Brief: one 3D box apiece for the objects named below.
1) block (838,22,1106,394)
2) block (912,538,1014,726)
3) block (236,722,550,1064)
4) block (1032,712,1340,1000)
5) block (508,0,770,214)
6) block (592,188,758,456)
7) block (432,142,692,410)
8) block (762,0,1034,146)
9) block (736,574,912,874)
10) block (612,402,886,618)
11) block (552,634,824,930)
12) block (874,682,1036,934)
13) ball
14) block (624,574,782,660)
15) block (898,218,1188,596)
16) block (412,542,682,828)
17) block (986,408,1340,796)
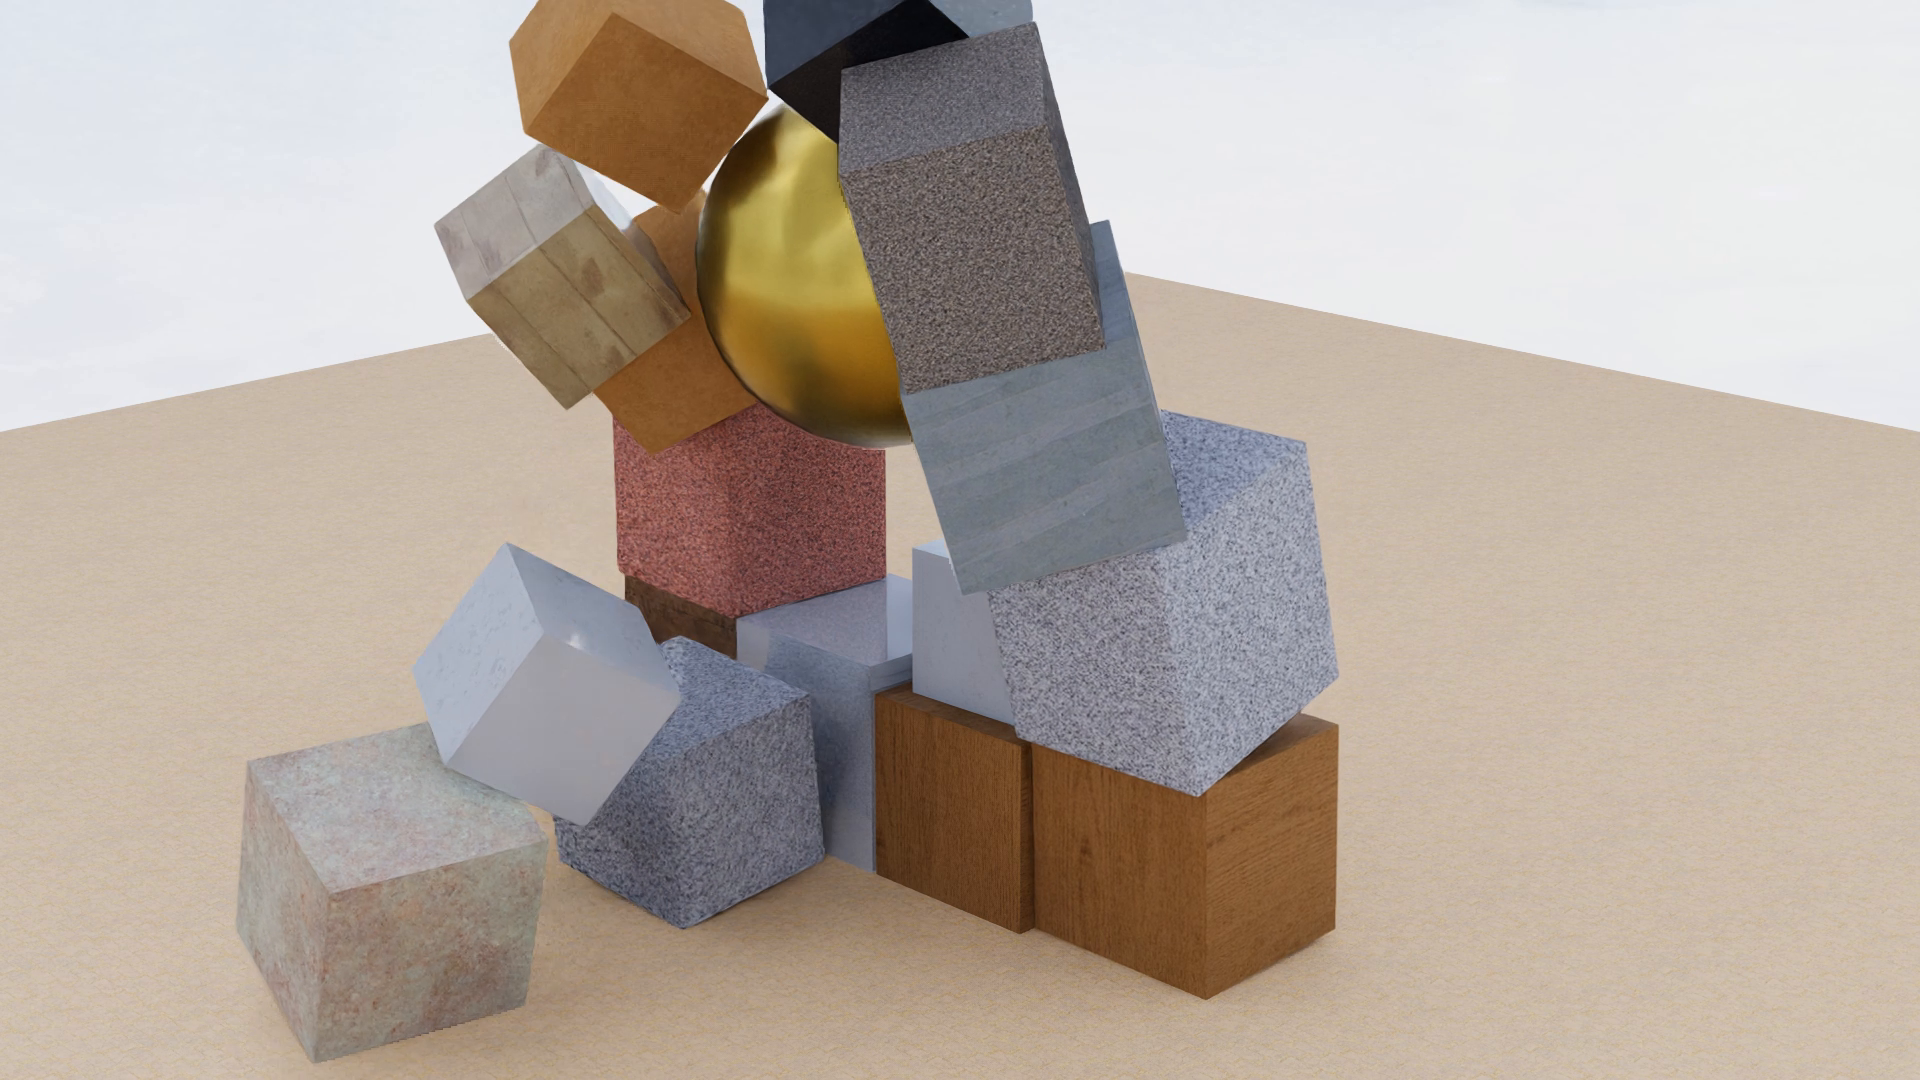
[{"bbox_3d":[0.045,-1.252,11.009,0.762,0.942,0.903,-13,33,7],"label":"block"},{"bbox_3d":[0.328,0.365,13.102,0.809,0.684,0.717,16,23,41],"label":"block"},{"bbox_3d":[-2.329,1.410,11.963,0.931,0.906,0.845,-11,40,-32],"label":"block"},{"bbox_3d":[0.973,1.247,12.687,0.981,0.968,0.870,17,27,42],"label":"block"},{"bbox_3d":[-1.388,-2.015,12.580,0.792,0.670,0.762,26,29,-31],"label":"block"},{"bbox_3d":[-1.313,-1.016,13.495,0.725,0.673,0.805,-26,41,17],"label":"block"},{"bbox_3d":[-1.749,-1.188,12.881,0.695,0.732,0.727,-37,39,4],"label":"block"},{"bbox_3d":[-0.236,-2.030,11.563,0.751,0.778,0.753,-27,49,28],"label":"block"},{"bbox_3d":[-0.374,0.847,13.964,0.988,1.010,0.929,-16,24,-42],"label":"block"},{"bbox_3d":[-1.023,-0.327,14.265,0.943,1.037,0.938,-14,23,-38],"label":"block"},{"bbox_3d":[-1.259,1.079,13.275,0.821,0.849,0.931,-24,31,-37],"label":"block"},{"bbox_3d":[0.313,1.098,13.379,1.058,0.882,0.912,-17,24,-42],"label":"block"},{"bbox_3d":[-0.340,-1.197,12.609,1.600,1.600,1.600,0,17,0],"label":"ball"},{"bbox_3d":[-1.009,0.644,14.601,0.925,1.016,0.901,-17,24,-42],"label":"block"},{"bbox_3d":[0.302,-0.531,11.556,0.904,0.935,0.973,-14,32,5],"label":"block"},{"bbox_3d":[-1.706,0.592,12.055,0.697,0.697,0.727,29,16,-34],"label":"block"},{"bbox_3d":[0.824,0.220,12.208,0.984,1.139,0.988,16,39,41],"label":"block"}]
